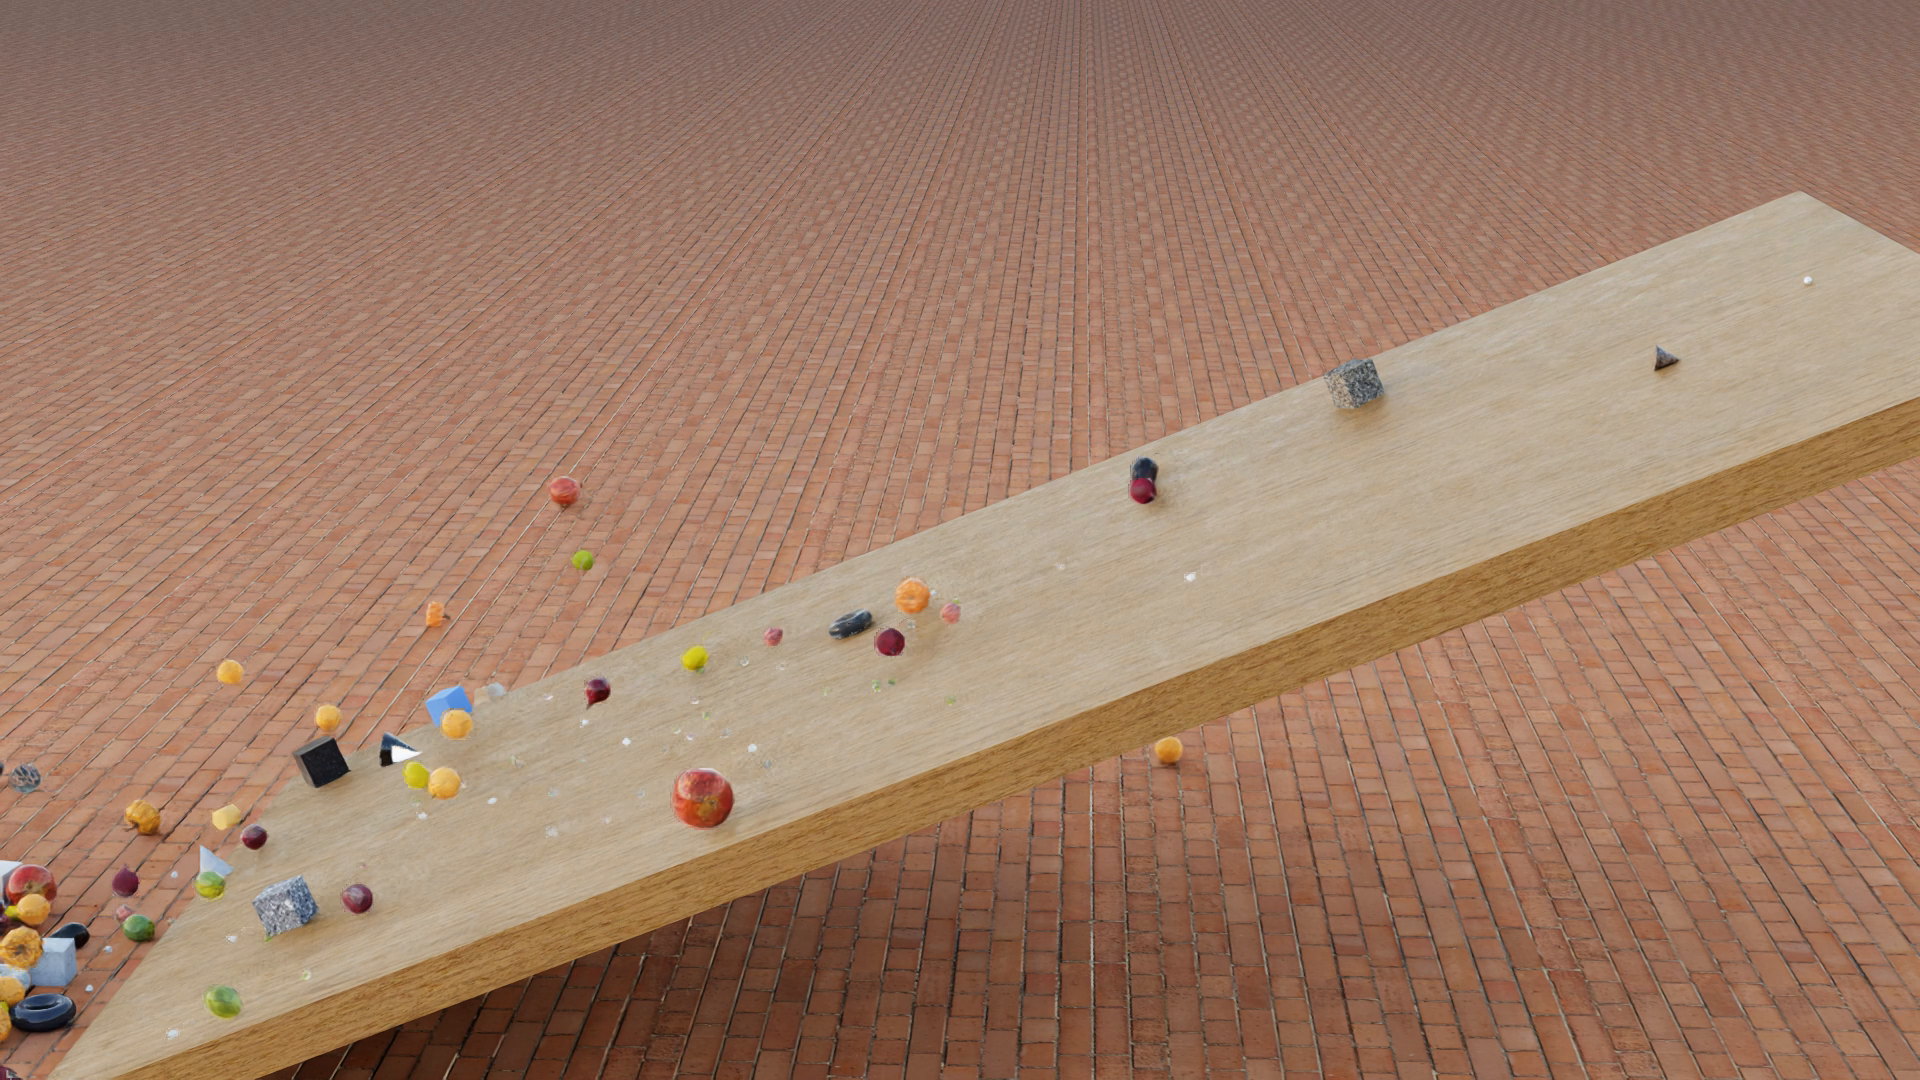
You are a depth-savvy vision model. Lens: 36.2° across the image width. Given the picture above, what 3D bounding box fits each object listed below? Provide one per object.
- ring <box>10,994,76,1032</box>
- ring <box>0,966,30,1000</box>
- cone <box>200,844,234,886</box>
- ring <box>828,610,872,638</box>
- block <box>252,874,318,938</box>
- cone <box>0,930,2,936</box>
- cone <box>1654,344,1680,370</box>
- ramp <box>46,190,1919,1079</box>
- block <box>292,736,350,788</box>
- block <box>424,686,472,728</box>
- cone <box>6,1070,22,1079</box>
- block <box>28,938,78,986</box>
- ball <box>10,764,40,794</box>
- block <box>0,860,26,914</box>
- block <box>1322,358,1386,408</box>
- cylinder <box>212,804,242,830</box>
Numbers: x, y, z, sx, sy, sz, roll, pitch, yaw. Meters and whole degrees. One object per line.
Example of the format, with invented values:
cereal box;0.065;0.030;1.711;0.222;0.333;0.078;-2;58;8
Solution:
ring;-1.937;0.998;6.213;0.136;0.045;0.136;-1;14;0
ring;-2.081;0.959;6.372;0.131;0.044;0.131;0;15;0
cone;-1.730;0.738;6.770;0.084;0.084;0.084;-22;12;5
ring;-0.245;0.187;6.576;0.105;0.035;0.105;-23;11;5
block;-1.396;0.757;6.086;0.083;0.083;0.083;-19;13;17
cone;-2.208;0.873;6.677;0.057;0.057;0.057;-6;14;2
cone;1.434;-0.367;5.954;0.052;0.052;0.052;6;15;7
ramp;0.125;0.173;6.289;4.000;0.100;2.000;-21;12;7
block;-1.587;0.550;7.300;0.093;0.093;0.093;-28;13;-23
block;-1.281;0.417;7.374;0.071;0.071;0.071;-15;15;33
cone;-1.807;1.042;5.624;0.073;0.073;0.073;-23;12;5
block;-1.986;0.924;6.438;0.079;0.079;0.079;0;14;1
ball;-2.433;0.621;7.656;0.077;0.077;0.077;0;14;0
block;-2.253;0.809;6.871;0.092;0.092;0.092;3;14;12
block;0.901;-0.357;6.727;0.086;0.086;0.086;-27;13;-21
cylinder;-1.810;0.684;7.258;0.050;0.050;0.050;9;19;31
